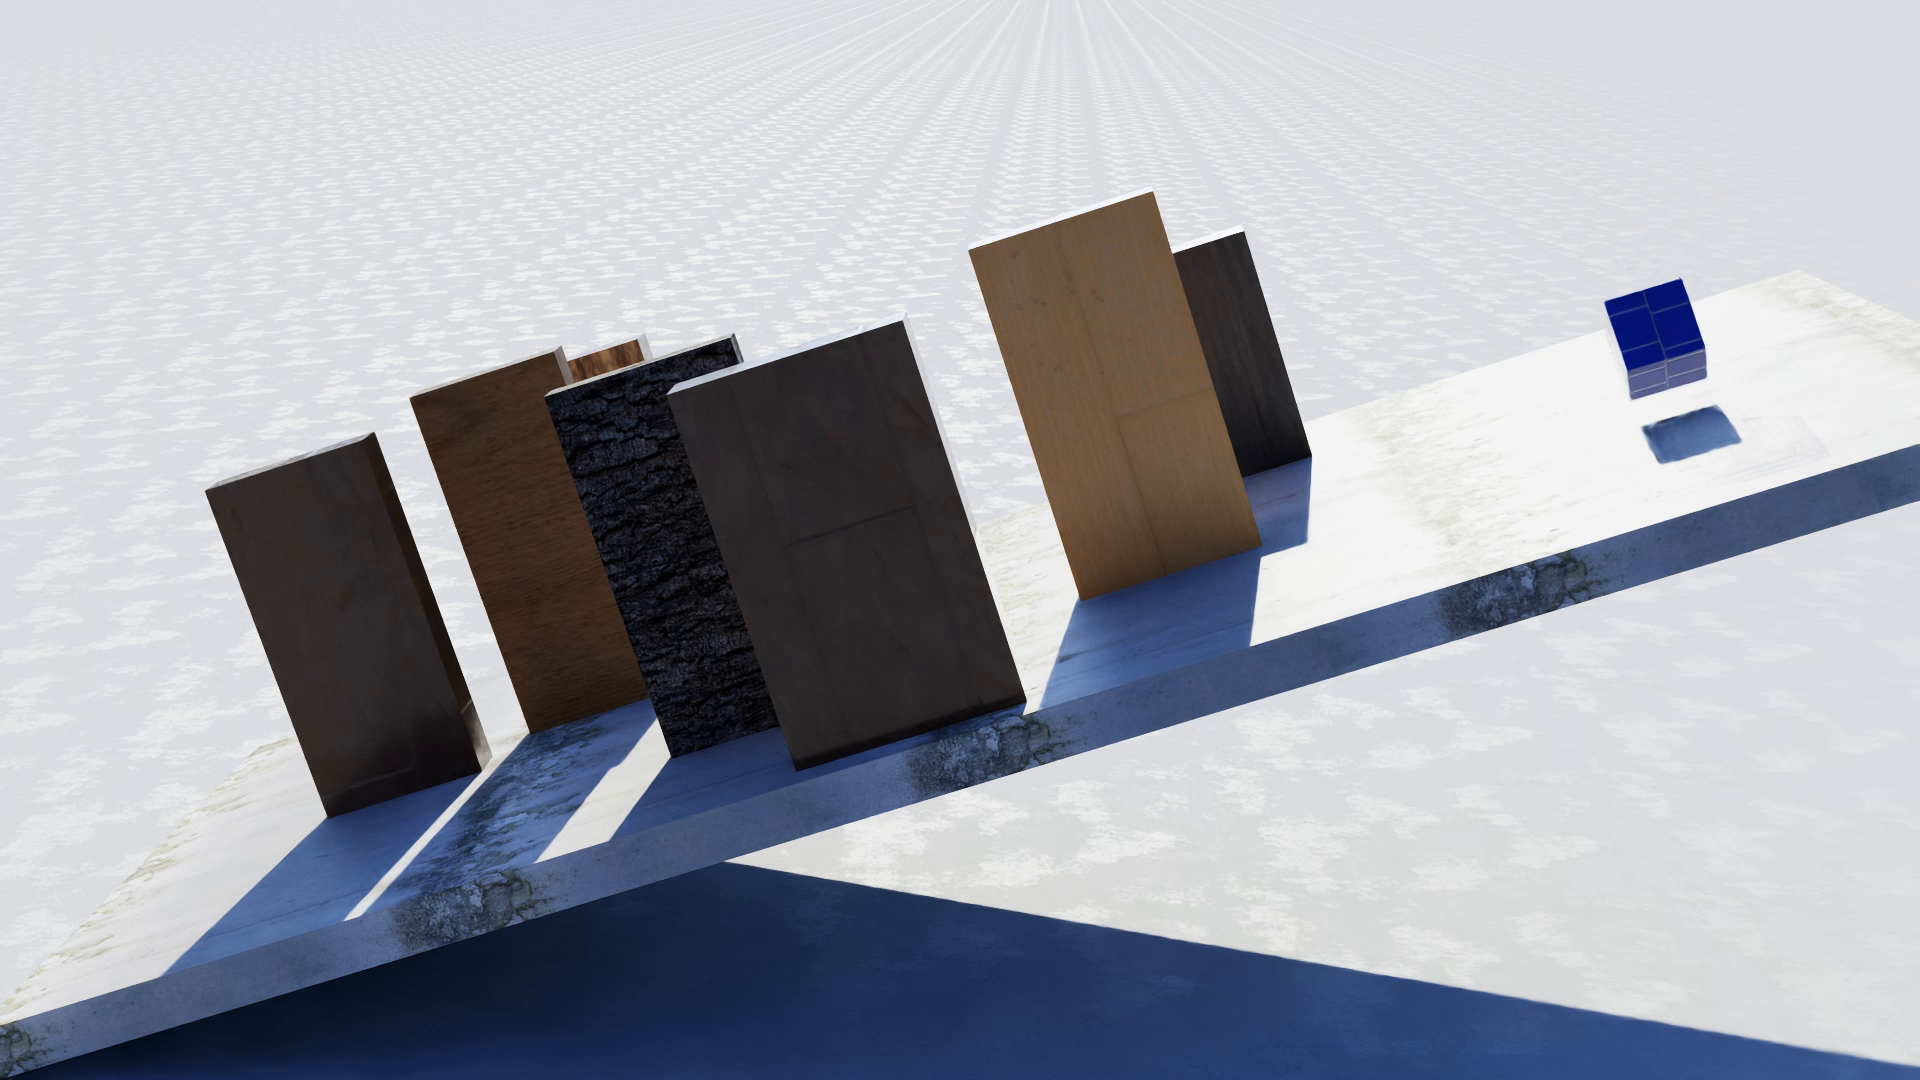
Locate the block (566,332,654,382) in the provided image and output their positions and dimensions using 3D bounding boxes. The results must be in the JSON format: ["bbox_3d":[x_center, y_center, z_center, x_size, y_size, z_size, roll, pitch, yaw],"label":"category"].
[{"bbox_3d":[-0.810,-0.103,7.083,0.337,0.715,0.126,-17,10,5],"label":"block"}]

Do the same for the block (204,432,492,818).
[{"bbox_3d":[-1.310,0.185,6.328,0.357,0.756,0.120,-17,10,5],"label":"block"}]

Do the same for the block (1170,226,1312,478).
[{"bbox_3d":[0.603,-0.422,6.801,0.268,0.545,0.136,-17,10,5],"label":"block"}]

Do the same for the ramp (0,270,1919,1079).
[{"bbox_3d":[0.101,0.183,6.310,4.000,0.100,2.000,-17,10,5],"label":"ramp"}]

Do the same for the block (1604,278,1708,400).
[{"bbox_3d":[1.419,-0.408,5.999,0.161,0.161,0.161,-17,-23,9],"label":"block"}]

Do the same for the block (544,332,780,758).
[{"bbox_3d":[-0.509,0.014,5.819,0.384,0.766,0.080,-17,10,5],"label":"block"}]

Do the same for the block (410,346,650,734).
[{"bbox_3d":[-0.915,0.002,6.499,0.337,0.793,0.099,-17,10,5],"label":"block"}]

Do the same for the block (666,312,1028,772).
[{"bbox_3d":[-0.201,0.004,5.418,0.449,0.740,0.132,-17,10,5],"label":"block"}]

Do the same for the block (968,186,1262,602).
[{"bbox_3d":[0.320,-0.299,6.041,0.391,0.762,0.120,-17,10,5],"label":"block"}]
